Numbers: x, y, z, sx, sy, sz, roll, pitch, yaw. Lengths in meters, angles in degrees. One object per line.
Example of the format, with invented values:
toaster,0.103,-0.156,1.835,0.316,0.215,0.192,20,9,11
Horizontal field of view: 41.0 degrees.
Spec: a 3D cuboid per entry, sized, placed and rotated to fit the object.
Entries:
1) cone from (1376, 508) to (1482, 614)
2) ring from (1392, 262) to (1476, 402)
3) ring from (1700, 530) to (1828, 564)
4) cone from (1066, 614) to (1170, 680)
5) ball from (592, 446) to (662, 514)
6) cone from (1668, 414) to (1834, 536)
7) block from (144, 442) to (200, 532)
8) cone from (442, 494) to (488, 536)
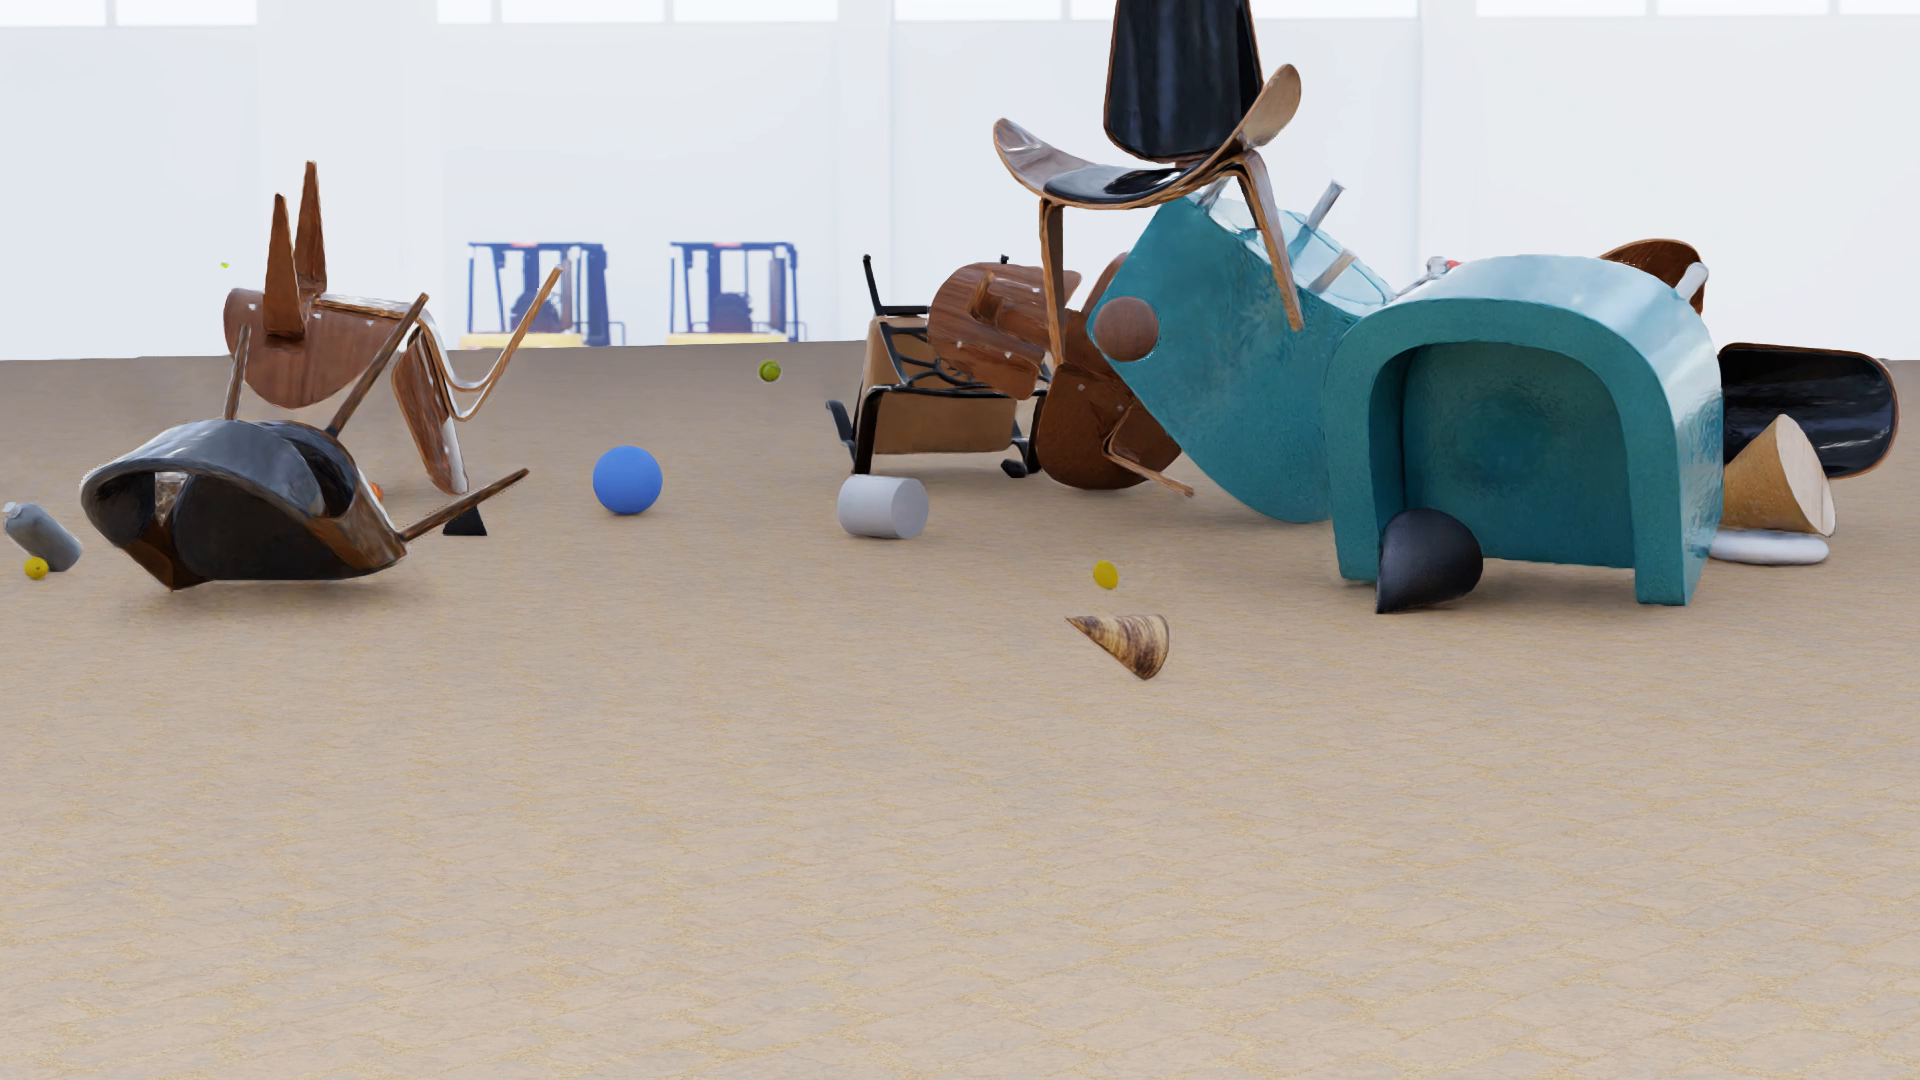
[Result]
cone,0.878,0.088,5.077,0.231,0.211,0.242,-40,6,-40
ring,1.331,-0.585,7.209,0.142,0.413,0.399,21,8,9
ring,1.869,0.017,5.970,0.272,0.059,0.347,0,5,-9
cone,0.239,0.150,4.158,0.181,0.112,0.098,19,-29,-32
ball,-0.918,-0.165,7.081,0.192,0.192,0.192,0,6,0
cone,1.848,-0.101,6.113,0.348,0.320,0.276,-21,33,34
block,-1.888,-0.129,6.148,0.099,0.127,0.209,5,26,-23
cone,-1.239,-0.038,6.524,0.094,0.128,0.109,34,-14,1
